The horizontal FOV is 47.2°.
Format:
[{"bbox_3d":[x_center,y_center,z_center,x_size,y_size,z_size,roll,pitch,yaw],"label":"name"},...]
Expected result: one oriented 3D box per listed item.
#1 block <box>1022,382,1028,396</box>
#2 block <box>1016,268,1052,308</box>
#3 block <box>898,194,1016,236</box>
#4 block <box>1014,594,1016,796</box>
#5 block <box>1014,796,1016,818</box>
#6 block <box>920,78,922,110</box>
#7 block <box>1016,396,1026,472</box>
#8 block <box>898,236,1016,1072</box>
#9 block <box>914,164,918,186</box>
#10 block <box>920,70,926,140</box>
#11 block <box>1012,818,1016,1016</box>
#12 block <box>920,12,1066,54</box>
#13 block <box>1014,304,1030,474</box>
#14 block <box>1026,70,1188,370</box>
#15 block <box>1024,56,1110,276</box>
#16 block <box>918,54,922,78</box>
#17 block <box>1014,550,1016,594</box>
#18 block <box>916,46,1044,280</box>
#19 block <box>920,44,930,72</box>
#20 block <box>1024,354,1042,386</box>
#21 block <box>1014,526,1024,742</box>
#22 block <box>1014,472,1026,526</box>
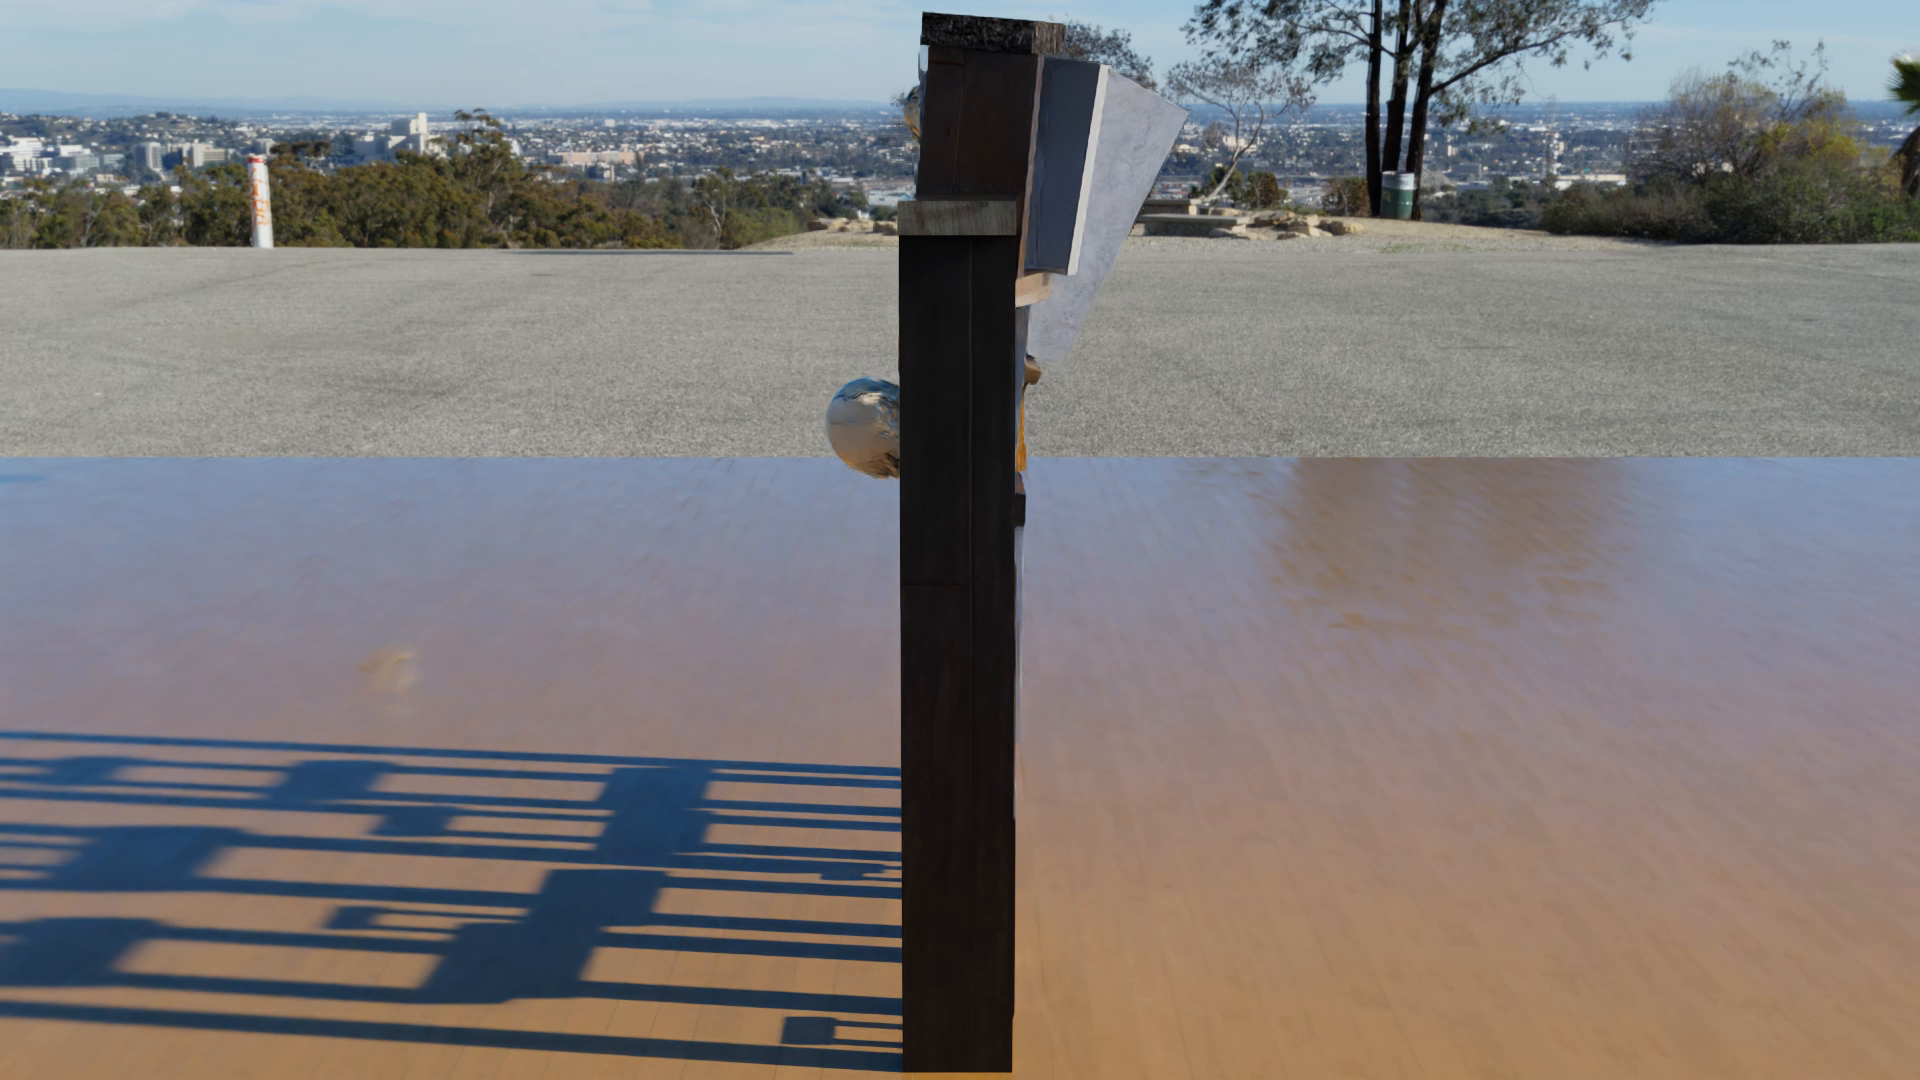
[{"bbox_3d":[0.036,-0.181,3.424,0.085,0.171,0.024,19,7,-11],"label":"block"},{"bbox_3d":[0.027,-0.369,3.178,0.149,0.042,0.298,8,12,14],"label":"block"},{"bbox_3d":[-0.004,-0.427,2.880,0.148,0.042,0.296,0,11,0],"label":"block"},{"bbox_3d":[0.003,0.207,3.028,0.146,0.292,0.041,0,11,0],"label":"block"},{"bbox_3d":[0.002,0.341,3.222,0.153,0.043,0.305,0,11,0],"label":"block"},{"bbox_3d":[0.004,-0.626,3.664,0.140,0.280,0.040,0,10,-1],"label":"block"},{"bbox_3d":[0.059,-0.194,3.541,0.085,0.171,0.024,-4,10,-10],"label":"block"},{"bbox_3d":[-0.004,0.164,2.889,0.148,1.123,0.042,0,11,0],"label":"block"},{"bbox_3d":[-0.008,-0.667,4.000,0.144,0.041,0.287,-3,10,-2],"label":"block"},{"bbox_3d":[0.008,-0.612,3.565,0.144,0.288,0.041,0,10,-1],"label":"block"},{"bbox_3d":[0.002,0.531,3.154,0.153,0.305,0.043,0,11,0],"label":"block"},{"bbox_3d":[0.051,-0.719,3.126,0.153,0.043,0.307,7,13,9],"label":"block"},{"bbox_3d":[0.019,-0.224,3.323,0.149,0.298,0.042,5,15,2],"label":"block"},{"bbox_3d":[0.188,-0.496,3.413,0.144,0.443,0.041,25,6,-19],"label":"block"},{"bbox_3d":[0.117,-0.556,3.246,0.153,0.307,0.043,13,12,19],"label":"block"},{"bbox_3d":[0.003,-0.818,3.724,0.140,0.040,0.280,1,19,0],"label":"block"},{"bbox_3d":[0.003,0.025,3.093,0.146,0.041,0.292,0,11,0],"label":"block"},{"bbox_3d":[0.023,-0.523,3.054,0.153,0.307,0.043,7,9,11],"label":"block"},{"bbox_3d":[0.022,-0.748,3.440,0.144,0.041,0.288,-1,17,-6],"label":"block"},{"bbox_3d":[0.070,-0.298,3.466,0.086,0.024,0.171,22,18,-18],"label":"block"},{"bbox_3d":[0.009,0.140,3.445,0.175,0.350,0.050,1,10,0],"label":"block"},{"bbox_3d":[0.011,-0.077,3.525,0.175,0.050,0.350,1,10,-1],"label":"block"}]
